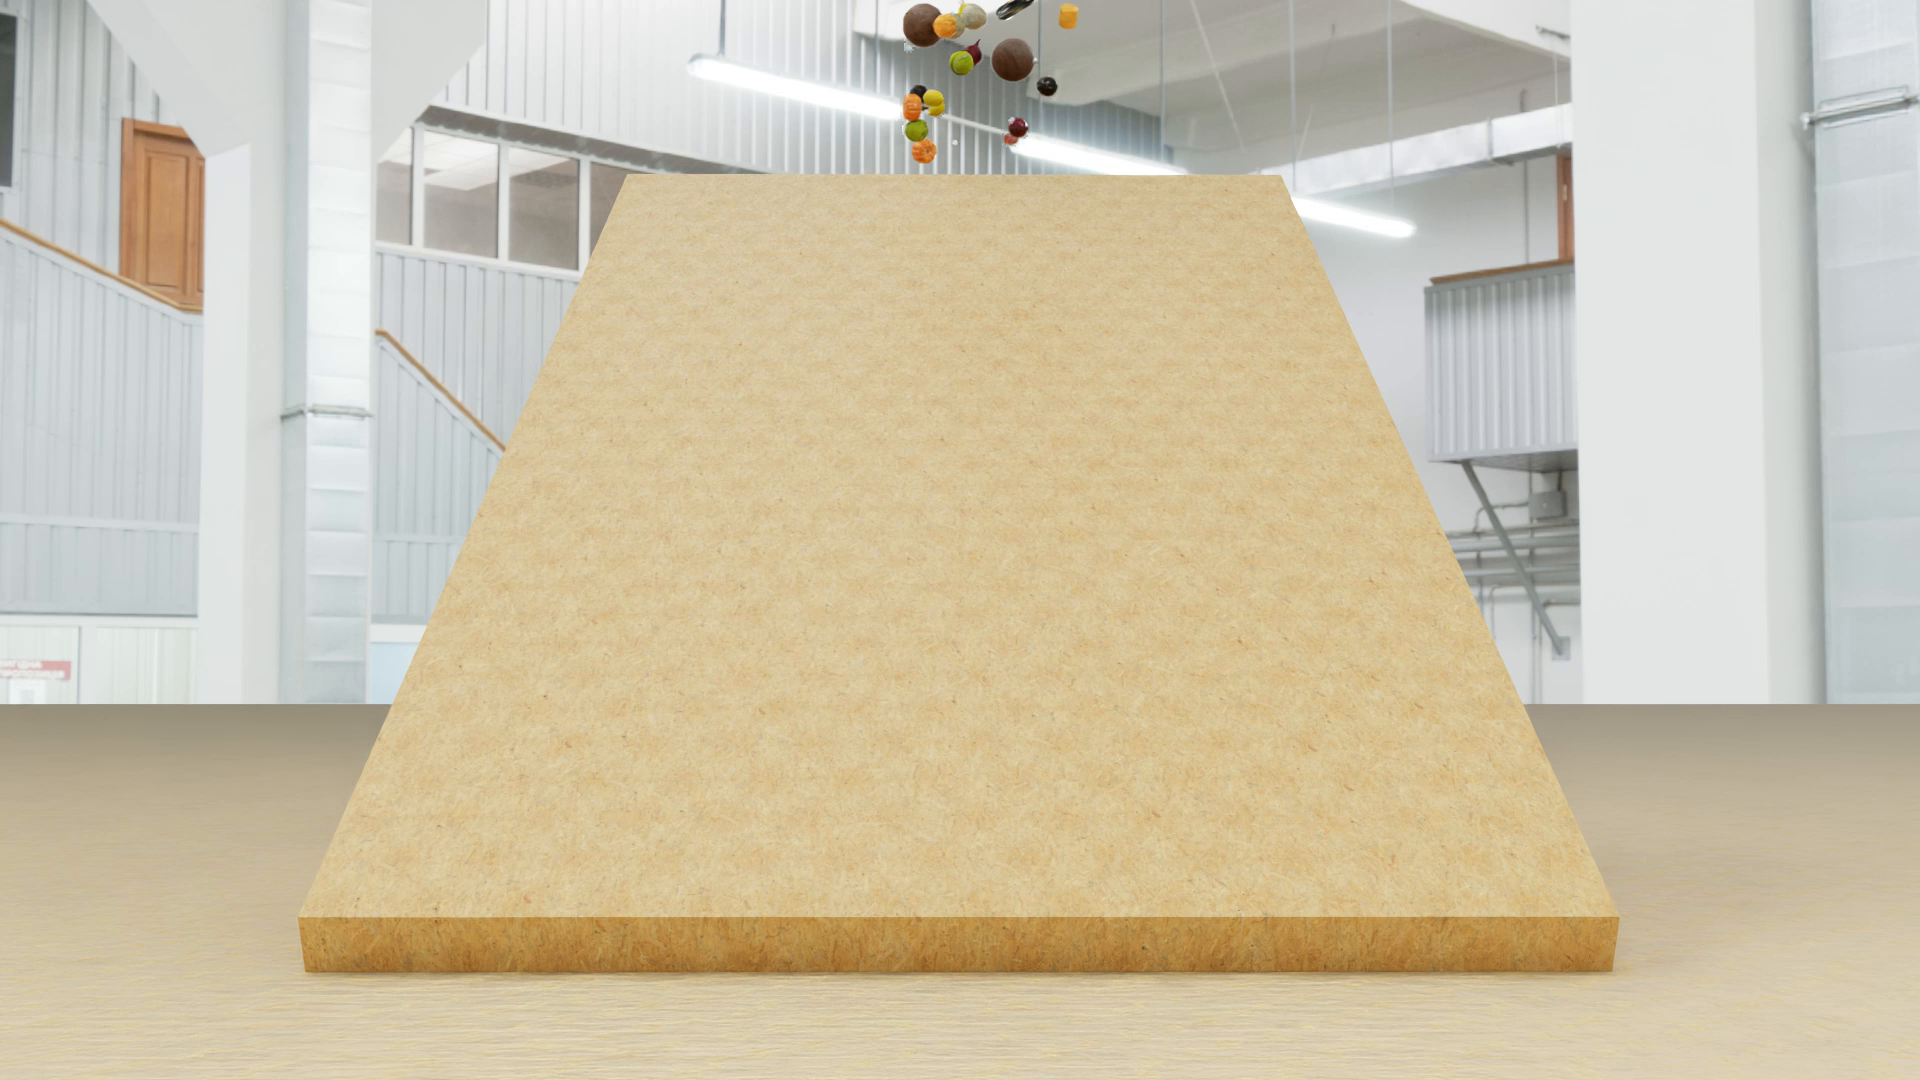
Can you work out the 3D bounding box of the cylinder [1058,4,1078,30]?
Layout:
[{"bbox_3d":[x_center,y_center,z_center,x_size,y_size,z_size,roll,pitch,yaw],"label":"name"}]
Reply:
[{"bbox_3d":[0.314,-1.520,6.797,0.053,0.053,0.053,3,39,-2],"label":"cylinder"}]

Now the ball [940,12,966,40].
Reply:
[{"bbox_3d":[-0.024,-1.583,7.205,0.081,0.081,0.081,0,-4,0],"label":"ball"}]

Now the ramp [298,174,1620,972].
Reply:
[{"bbox_3d":[-0.009,-0.229,5.375,2.000,0.100,4.000,0,25,0],"label":"ramp"}]

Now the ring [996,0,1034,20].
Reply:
[{"bbox_3d":[0.164,-1.553,6.801,0.127,0.042,0.127,-31,10,6],"label":"ring"}]

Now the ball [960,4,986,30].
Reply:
[{"bbox_3d":[0.040,-1.531,6.857,0.076,0.076,0.076,0,-4,0],"label":"ball"}]
